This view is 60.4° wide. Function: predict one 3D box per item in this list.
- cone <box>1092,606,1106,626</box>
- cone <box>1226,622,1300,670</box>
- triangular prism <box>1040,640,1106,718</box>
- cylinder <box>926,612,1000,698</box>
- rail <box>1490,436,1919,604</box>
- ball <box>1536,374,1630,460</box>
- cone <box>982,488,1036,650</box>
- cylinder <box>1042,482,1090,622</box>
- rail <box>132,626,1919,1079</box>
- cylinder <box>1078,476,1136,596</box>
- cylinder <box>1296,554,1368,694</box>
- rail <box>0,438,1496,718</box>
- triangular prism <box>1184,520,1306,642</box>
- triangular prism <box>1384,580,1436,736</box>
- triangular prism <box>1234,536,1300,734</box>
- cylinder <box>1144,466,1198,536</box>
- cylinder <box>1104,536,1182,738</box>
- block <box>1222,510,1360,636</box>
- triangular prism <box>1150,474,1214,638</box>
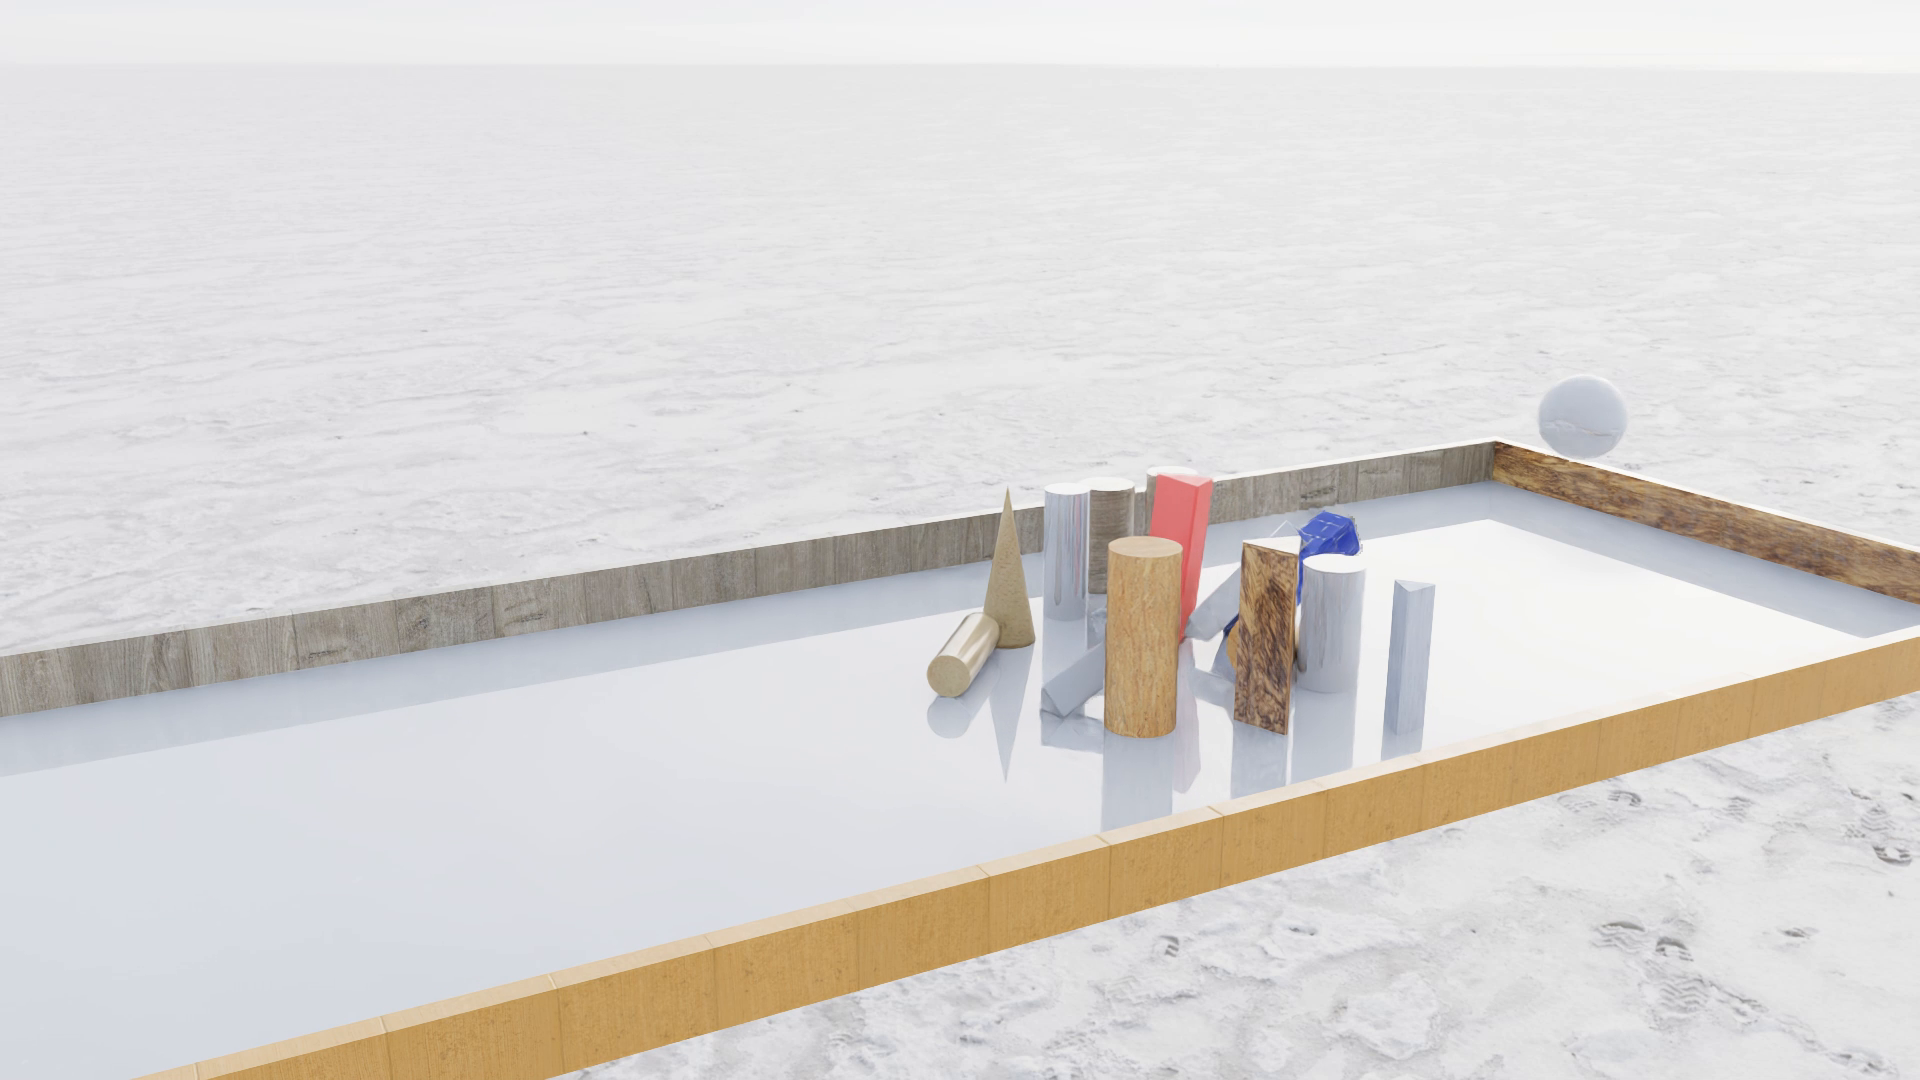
[{"bbox_3d":[0.431,0.210,4.489,0.176,0.176,0.340,-7,3,-22],"label":"cone"},{"bbox_3d":[0.869,0.264,4.308,0.172,0.172,0.430,11,8,34],"label":"cone"},{"bbox_3d":[0.338,0.293,4.000,0.348,0.078,0.090,-34,30,-26],"label":"triangular prism"},{"bbox_3d":[0.012,0.287,4.182,0.110,0.110,0.334,4,17,14],"label":"cylinder"},{"bbox_3d":[2.466,-0.048,5.253,0.050,0.150,2.100,-9,18,-27],"label":"rail"},{"bbox_3d":[1.719,-0.339,4.556,0.239,0.239,0.239,0,16,0],"label":"ball"},{"bbox_3d":[0.126,0.060,4.386,0.158,0.432,0.158,0,16,0],"label":"cone"},{"bbox_3d":[0.296,0.033,4.597,0.127,0.364,0.127,0,16,0],"label":"cylinder"},{"bbox_3d":[-2.336,1.006,1.665,12.000,0.150,0.050,-9,18,-27],"label":"rail"},{"bbox_3d":[0.427,-0.013,4.842,0.164,0.314,0.164,0,16,0],"label":"cylinder"},{"bbox_3d":[0.922,0.207,4.098,0.153,0.312,0.153,0,16,0],"label":"cylinder"},{"bbox_3d":[-3.305,0.497,3.399,12.000,0.150,0.050,-9,18,-27],"label":"rail"},{"bbox_3d":[0.755,0.102,4.402,0.435,0.076,0.087,-41,34,-26],"label":"triangular prism"},{"bbox_3d":[1.026,0.268,3.819,0.091,0.351,0.079,-12,20,-34],"label":"triangular prism"},{"bbox_3d":[0.745,0.214,3.848,0.146,0.439,0.126,15,22,41],"label":"triangular prism"},{"bbox_3d":[0.584,0.009,4.598,0.140,0.409,0.140,0,16,0],"label":"cylinder"},{"bbox_3d":[0.422,0.224,3.820,0.169,0.435,0.169,0,16,0],"label":"cylinder"},{"bbox_3d":[0.894,0.100,4.495,0.450,0.108,0.108,-38,32,-22],"label":"block"},{"bbox_3d":[0.604,0.043,4.430,0.131,0.427,0.151,-4,17,-36],"label":"triangular prism"}]
